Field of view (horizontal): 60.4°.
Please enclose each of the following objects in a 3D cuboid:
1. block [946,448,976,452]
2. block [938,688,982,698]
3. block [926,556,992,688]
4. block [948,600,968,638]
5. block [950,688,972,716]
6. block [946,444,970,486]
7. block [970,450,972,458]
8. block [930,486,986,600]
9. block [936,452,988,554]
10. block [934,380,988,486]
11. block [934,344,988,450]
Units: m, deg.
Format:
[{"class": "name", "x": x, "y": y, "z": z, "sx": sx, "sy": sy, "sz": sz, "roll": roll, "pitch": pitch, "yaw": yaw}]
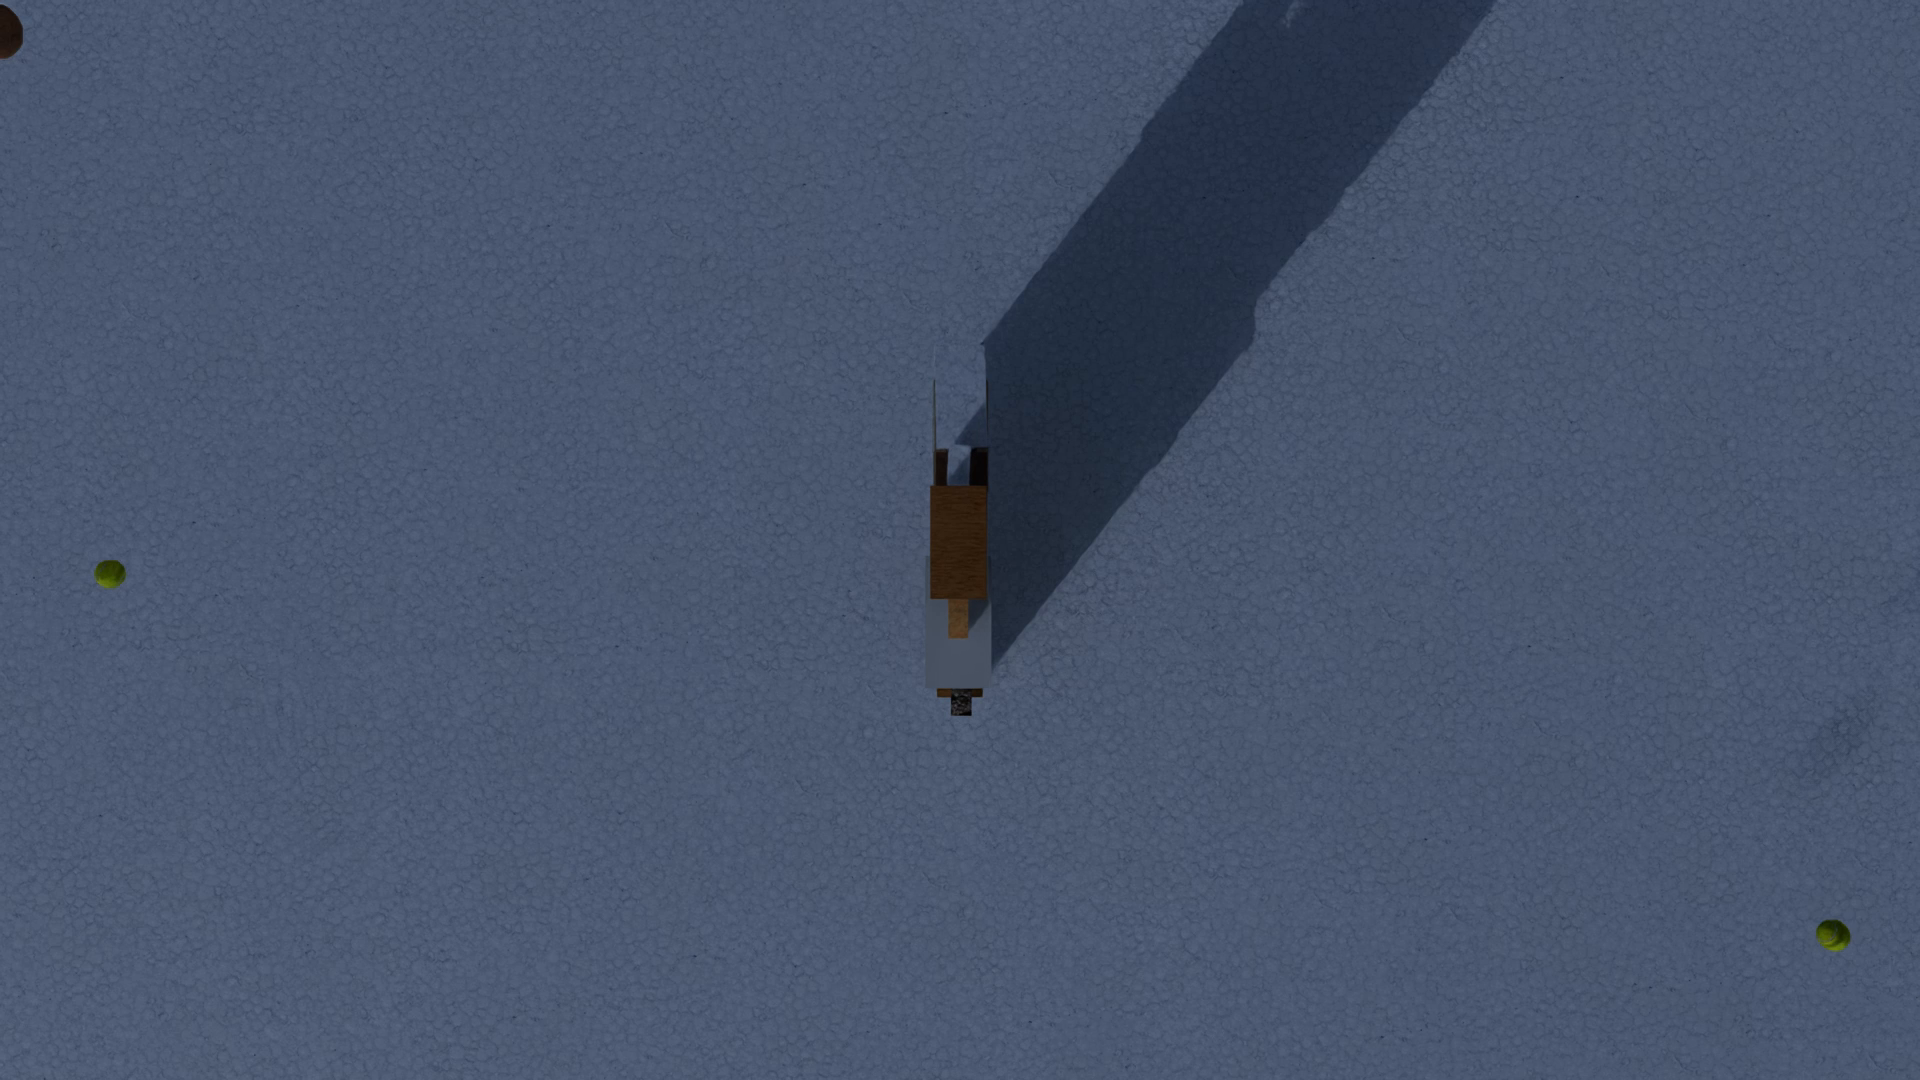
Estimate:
[{"class": "block", "x": 0.004, "y": -0.200, "z": 4.921, "sx": 0.088, "sy": 0.025, "sz": 0.175, "roll": 0, "pitch": 90, "yaw": 0}, {"class": "block", "x": 0.000, "y": 0.351, "z": 5.194, "sx": 0.143, "sy": 0.040, "sz": 0.285, "roll": 0, "pitch": 90, "yaw": 0}, {"class": "block", "x": -0.004, "y": 0.224, "z": 4.511, "sx": 0.180, "sy": 0.051, "sz": 0.359, "roll": 0, "pitch": 90, "yaw": 0}, {"class": "block", "x": -0.005, "y": 0.208, "z": 4.371, "sx": 0.054, "sy": 0.015, "sz": 0.107, "roll": 0, "pitch": 90, "yaw": 0}, {"class": "block", "x": 0.004, "y": 0.472, "z": 5.038, "sx": 0.063, "sy": 0.018, "sz": 0.127, "roll": 1, "pitch": 90, "yaw": 0}, {"class": "block", "x": -0.003, "y": -0.196, "z": 4.453, "sx": 0.060, "sy": 0.017, "sz": 0.120, "roll": 2, "pitch": 89, "yaw": 0}, {"class": "block", "x": 0.000, "y": -0.238, "z": 4.523, "sx": 0.060, "sy": 0.120, "sz": 0.017, "roll": -2, "pitch": 97, "yaw": 0}, {"class": "block", "x": -0.004, "y": 0.006, "z": 4.179, "sx": 0.143, "sy": 0.041, "sz": 0.286, "roll": 0, "pitch": 90, "yaw": 0}, {"class": "block", "x": 0.005, "y": -0.103, "z": 4.604, "sx": 0.142, "sy": 0.040, "sz": 0.284, "roll": 0, "pitch": 90, "yaw": 0}, {"class": "block", "x": 0.004, "y": -0.322, "z": 5.133, "sx": 0.171, "sy": 0.049, "sz": 0.343, "roll": 0, "pitch": 90, "yaw": 0}, {"class": "block", "x": 0.003, "y": -0.399, "z": 4.601, "sx": 0.143, "sy": 0.041, "sz": 0.286, "roll": -1, "pitch": 90, "yaw": 0}]
